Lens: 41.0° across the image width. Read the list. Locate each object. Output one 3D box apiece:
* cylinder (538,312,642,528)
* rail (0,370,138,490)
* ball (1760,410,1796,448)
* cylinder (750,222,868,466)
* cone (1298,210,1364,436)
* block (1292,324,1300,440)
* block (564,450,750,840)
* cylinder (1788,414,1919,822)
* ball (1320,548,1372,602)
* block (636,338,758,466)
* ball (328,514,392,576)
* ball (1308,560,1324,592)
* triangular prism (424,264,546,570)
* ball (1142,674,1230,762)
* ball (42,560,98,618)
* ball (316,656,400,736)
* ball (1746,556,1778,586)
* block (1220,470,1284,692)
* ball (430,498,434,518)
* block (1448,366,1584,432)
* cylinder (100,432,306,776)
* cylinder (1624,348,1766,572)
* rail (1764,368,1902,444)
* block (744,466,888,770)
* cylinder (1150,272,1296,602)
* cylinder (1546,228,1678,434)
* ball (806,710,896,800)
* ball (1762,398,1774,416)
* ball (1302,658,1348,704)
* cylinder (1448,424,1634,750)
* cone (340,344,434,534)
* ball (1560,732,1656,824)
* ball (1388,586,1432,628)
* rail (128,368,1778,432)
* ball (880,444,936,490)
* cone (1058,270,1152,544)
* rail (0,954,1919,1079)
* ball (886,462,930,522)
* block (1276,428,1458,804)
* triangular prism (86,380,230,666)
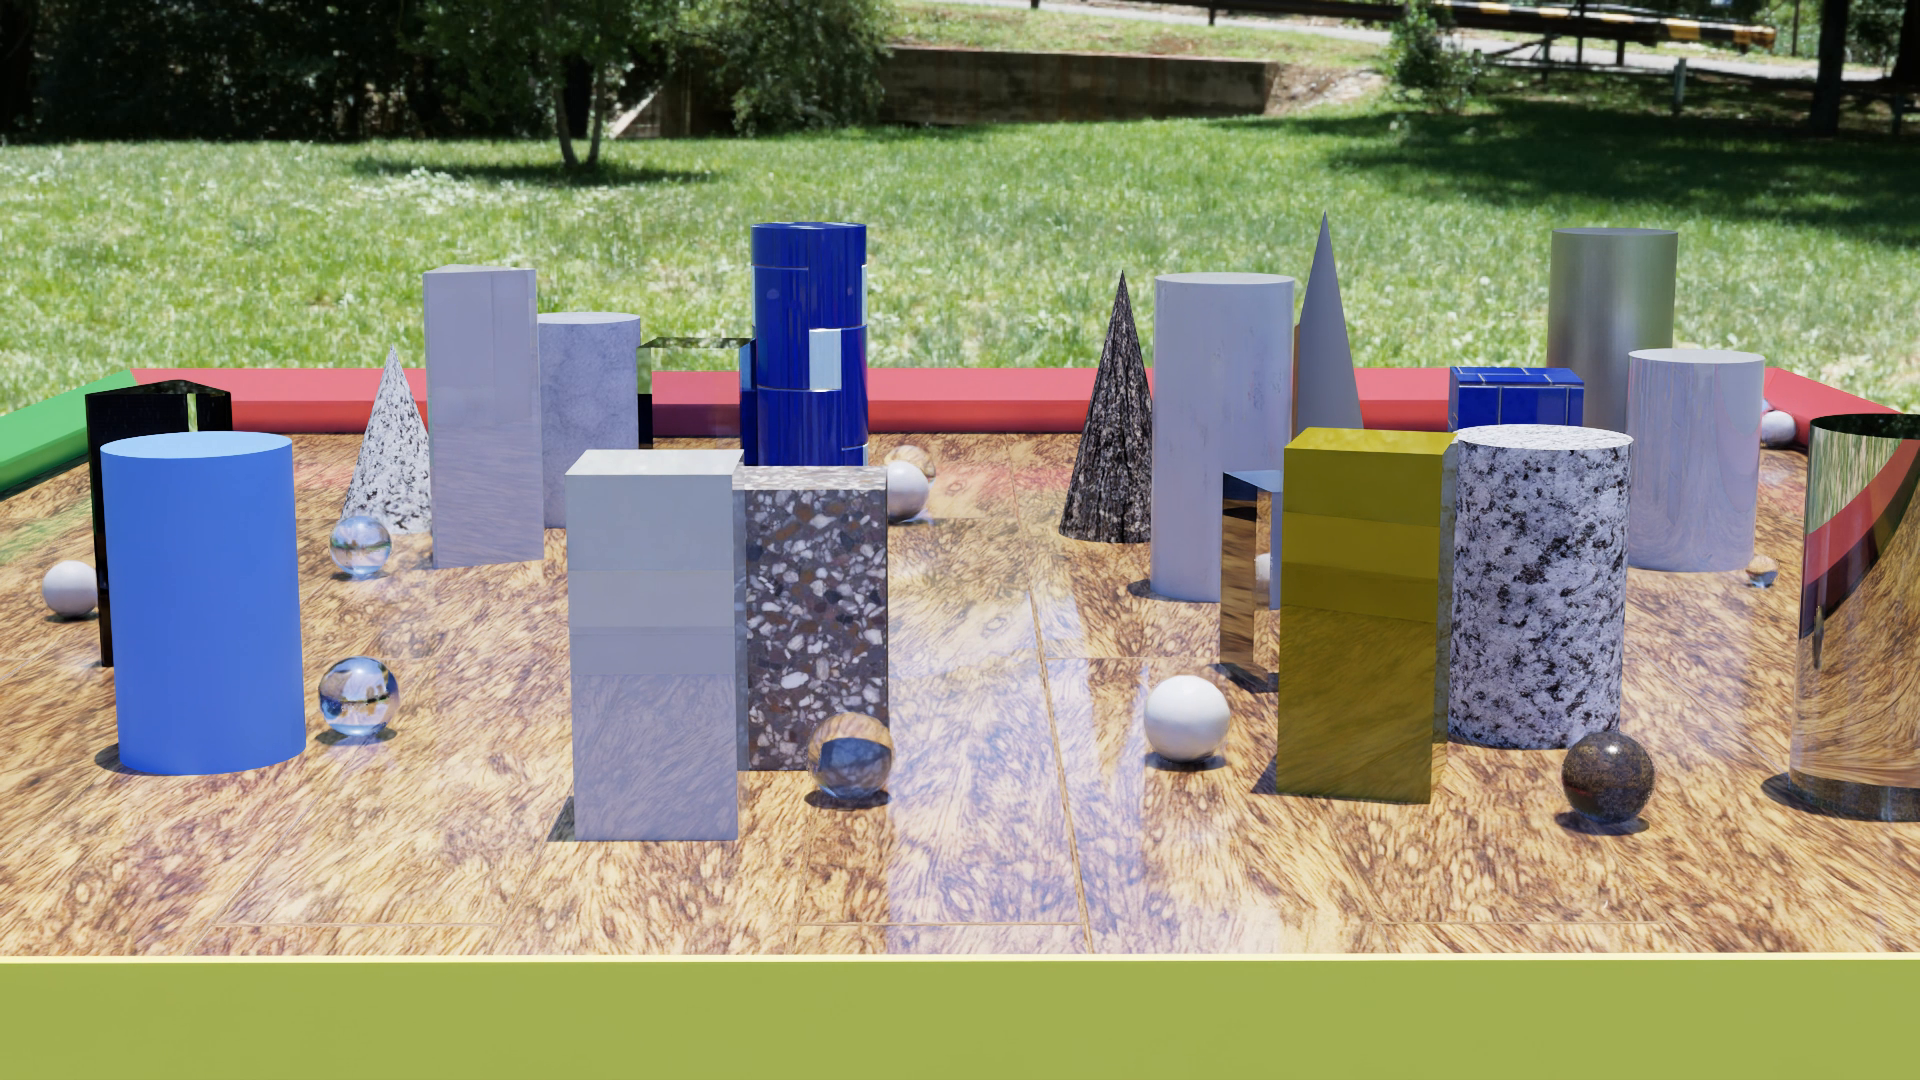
[{"bbox_3d":[-0.609,-0.196,4.137,0.193,0.326,0.193,0,11,0],"label":"cylinder"},{"bbox_3d":[-1.625,0.034,3.440,0.045,0.126,3.436,0,11,0],"label":"rail"},{"bbox_3d":[1.568,-0.213,4.924,0.071,0.071,0.071,0,11,0],"label":"ball"},{"bbox_3d":[-0.251,-0.294,4.288,0.193,0.462,0.193,0,11,0],"label":"cylinder"},{"bbox_3d":[0.634,-0.341,4.499,0.193,0.478,0.193,0,11,0],"label":"cone"},{"bbox_3d":[0.472,-0.205,4.261,0.155,0.298,0.155,3,11,16],"label":"block"},{"bbox_3d":[-0.289,0.098,2.480,0.155,0.352,0.155,0,11,-1],"label":"block"},{"bbox_3d":[0.938,0.072,2.558,0.193,0.375,0.193,0,11,0],"label":"cylinder"},{"bbox_3d":[0.529,0.048,3.514,0.073,0.073,0.073,0,11,0],"label":"ball"},{"bbox_3d":[-0.399,-0.149,3.932,0.155,0.308,0.155,1,11,5],"label":"block"},{"bbox_3d":[-0.863,0.007,3.692,0.088,0.088,0.088,0,11,0],"label":"ball"},{"bbox_3d":[0.508,0.051,3.578,0.044,0.044,0.044,0,11,0],"label":"ball"},{"bbox_3d":[-0.725,-0.188,3.805,0.167,0.431,0.145,-5,12,-27],"label":"triangular prism"},{"bbox_3d":[0.239,0.188,2.707,0.092,0.092,0.092,0,11,0],"label":"ball"},{"bbox_3d":[-1.182,0.065,3.414,0.076,0.076,0.076,0,11,0],"label":"ball"},{"bbox_3d":[-0.659,0.171,2.810,0.088,0.088,0.088,0,11,0],"label":"ball"},{"bbox_3d":[1.132,0.044,3.621,0.043,0.043,0.043,0,11,0],"label":"ball"},{"bbox_3d":[0.414,0.045,3.078,0.155,0.239,0.155,-3,11,-15],"label":"block"},{"bbox_3d":[-0.788,-0.054,4.027,0.086,0.086,0.086,0,11,0],"label":"ball"},{"bbox_3d":[0.716,-0.051,3.340,0.155,0.331,0.155,1,11,6],"label":"block"},{"bbox_3d":[-0.801,0.063,2.724,0.193,0.332,0.193,0,11,0],"label":"cylinder"},{"bbox_3d":[1.079,-0.121,3.788,0.193,0.304,0.193,0,11,0],"label":"cylinder"},{"bbox_3d":[1.625,0.031,3.458,0.045,0.126,3.436,0,11,0],"label":"rail"},{"bbox_3d":[-0.155,0.080,2.728,0.155,0.297,0.155,0,11,-1],"label":"block"},{"bbox_3d":[0.364,-0.146,3.567,0.193,0.436,0.193,0,11,0],"label":"cylinder"},{"bbox_3d":[1.031,-0.257,4.081,0.193,0.466,0.193,0,11,0],"label":"cylinder"},{"bbox_3d":[-0.109,0.216,2.568,0.089,0.089,0.089,0,11,0],"label":"ball"},{"bbox_3d":[1.551,-0.241,5.022,0.090,0.090,0.090,0,11,0],"label":"ball"},{"bbox_3d":[0.420,0.162,2.956,0.052,0.052,0.052,0,11,0],"label":"ball"},{"bbox_3d":[0.634,0.048,2.824,0.193,0.326,0.193,0,11,0],"label":"cylinder"},{"bbox_3d":[-0.899,-0.170,4.088,0.193,0.292,0.193,0,11,0],"label":"cone"},{"bbox_3d":[0.628,0.231,2.487,0.089,0.089,0.089,0,11,0],"label":"ball"},{"bbox_3d":[0.587,0.087,3.348,0.057,0.057,0.057,0,11,0],"label":"ball"},{"bbox_3d":[-0.010,-0.277,5.115,3.298,0.126,0.045,0,11,0],"label":"rail"},{"bbox_3d":[-0.088,-0.112,4.318,0.095,0.095,0.095,0,11,0],"label":"ball"},{"bbox_3d":[0.251,-0.216,4.002,0.193,0.414,0.193,0,11,0],"label":"cone"},{"bbox_3d":[0.010,0.342,1.783,3.298,0.126,0.045,0,11,0],"label":"rail"},{"bbox_3d":[-0.097,-0.078,4.130,0.097,0.097,0.097,0,11,0],"label":"ball"},{"bbox_3d":[0.416,0.073,2.618,0.155,0.352,0.155,3,11,16],"label":"block"},{"bbox_3d":[-0.975,-0.025,3.188,0.167,0.335,0.145,-1,11,-7],"label":"triangular prism"}]
